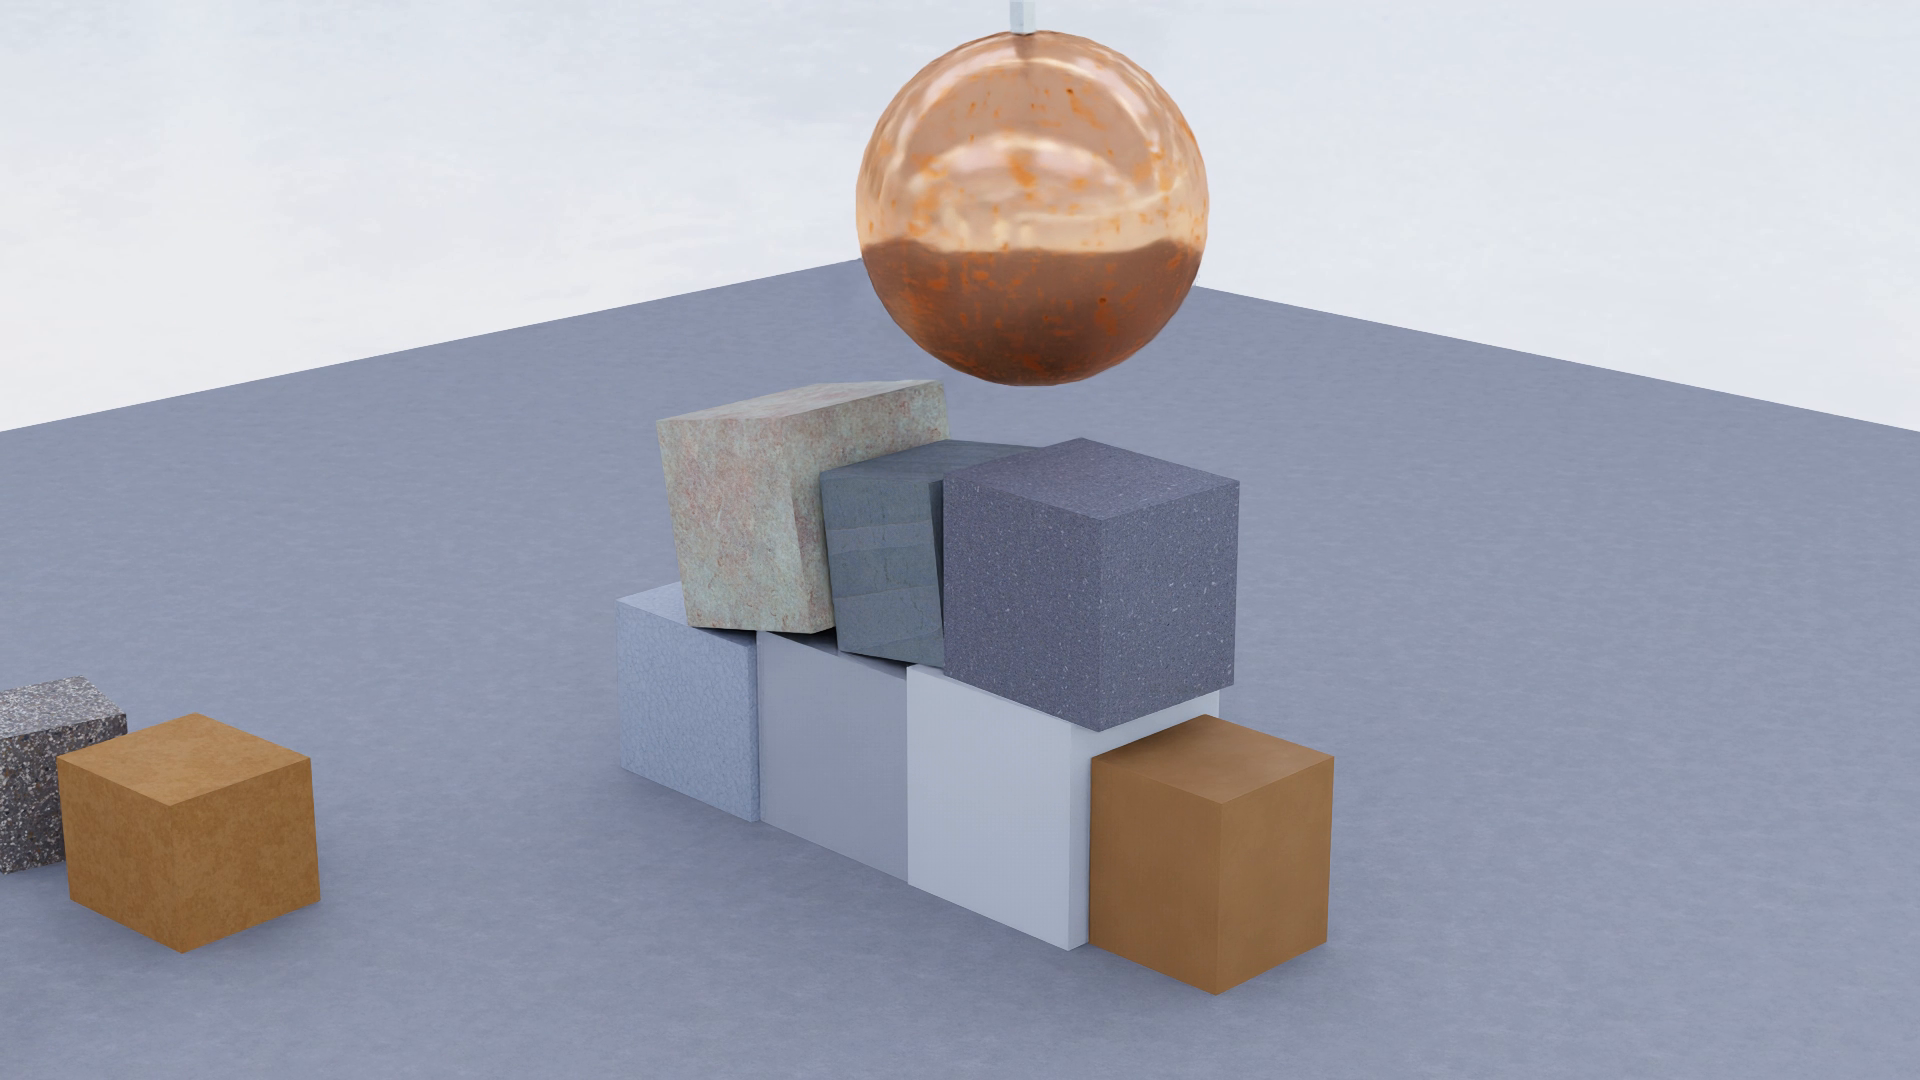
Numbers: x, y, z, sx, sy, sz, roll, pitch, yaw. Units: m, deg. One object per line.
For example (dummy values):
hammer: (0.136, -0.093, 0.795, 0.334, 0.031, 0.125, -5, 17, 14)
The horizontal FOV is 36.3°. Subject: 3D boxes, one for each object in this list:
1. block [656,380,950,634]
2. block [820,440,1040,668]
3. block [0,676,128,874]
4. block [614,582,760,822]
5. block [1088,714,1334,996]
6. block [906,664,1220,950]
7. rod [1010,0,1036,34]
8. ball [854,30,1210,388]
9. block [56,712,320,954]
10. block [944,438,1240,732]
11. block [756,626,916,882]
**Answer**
block: (-0.695, -0.175, 13.994, 1.024, 1.001, 0.916, -16, 12, -42)
block: (-0.063, 0.045, 13.402, 0.804, 0.835, 0.716, -16, 16, -42)
block: (-4.305, 1.093, 13.773, 0.631, 0.656, 0.624, -12, 21, -33)
block: (-0.978, 0.713, 14.598, 1.047, 0.887, 0.997, -17, 24, -42)
block: (1.079, 1.339, 12.639, 0.744, 0.866, 0.723, -17, 24, -42)
block: (0.460, 1.069, 13.193, 0.973, 1.049, 0.996, -17, 24, -42)
rod: (0.141, -4.669, 12.022, 0.080, 5.200, 0.080, 17, 28, 42)
ball: (0.325, -1.490, 13.214, 1.600, 1.600, 1.600, 0, 17, 0)
block: (-3.441, 1.291, 13.090, 0.859, 0.689, 0.734, 15, 23, 39)
block: (0.563, 0.172, 12.752, 0.845, 0.929, 0.955, -16, 23, -41)
block: (-0.248, 0.883, 13.905, 0.982, 0.977, 1.020, -17, 24, -42)
